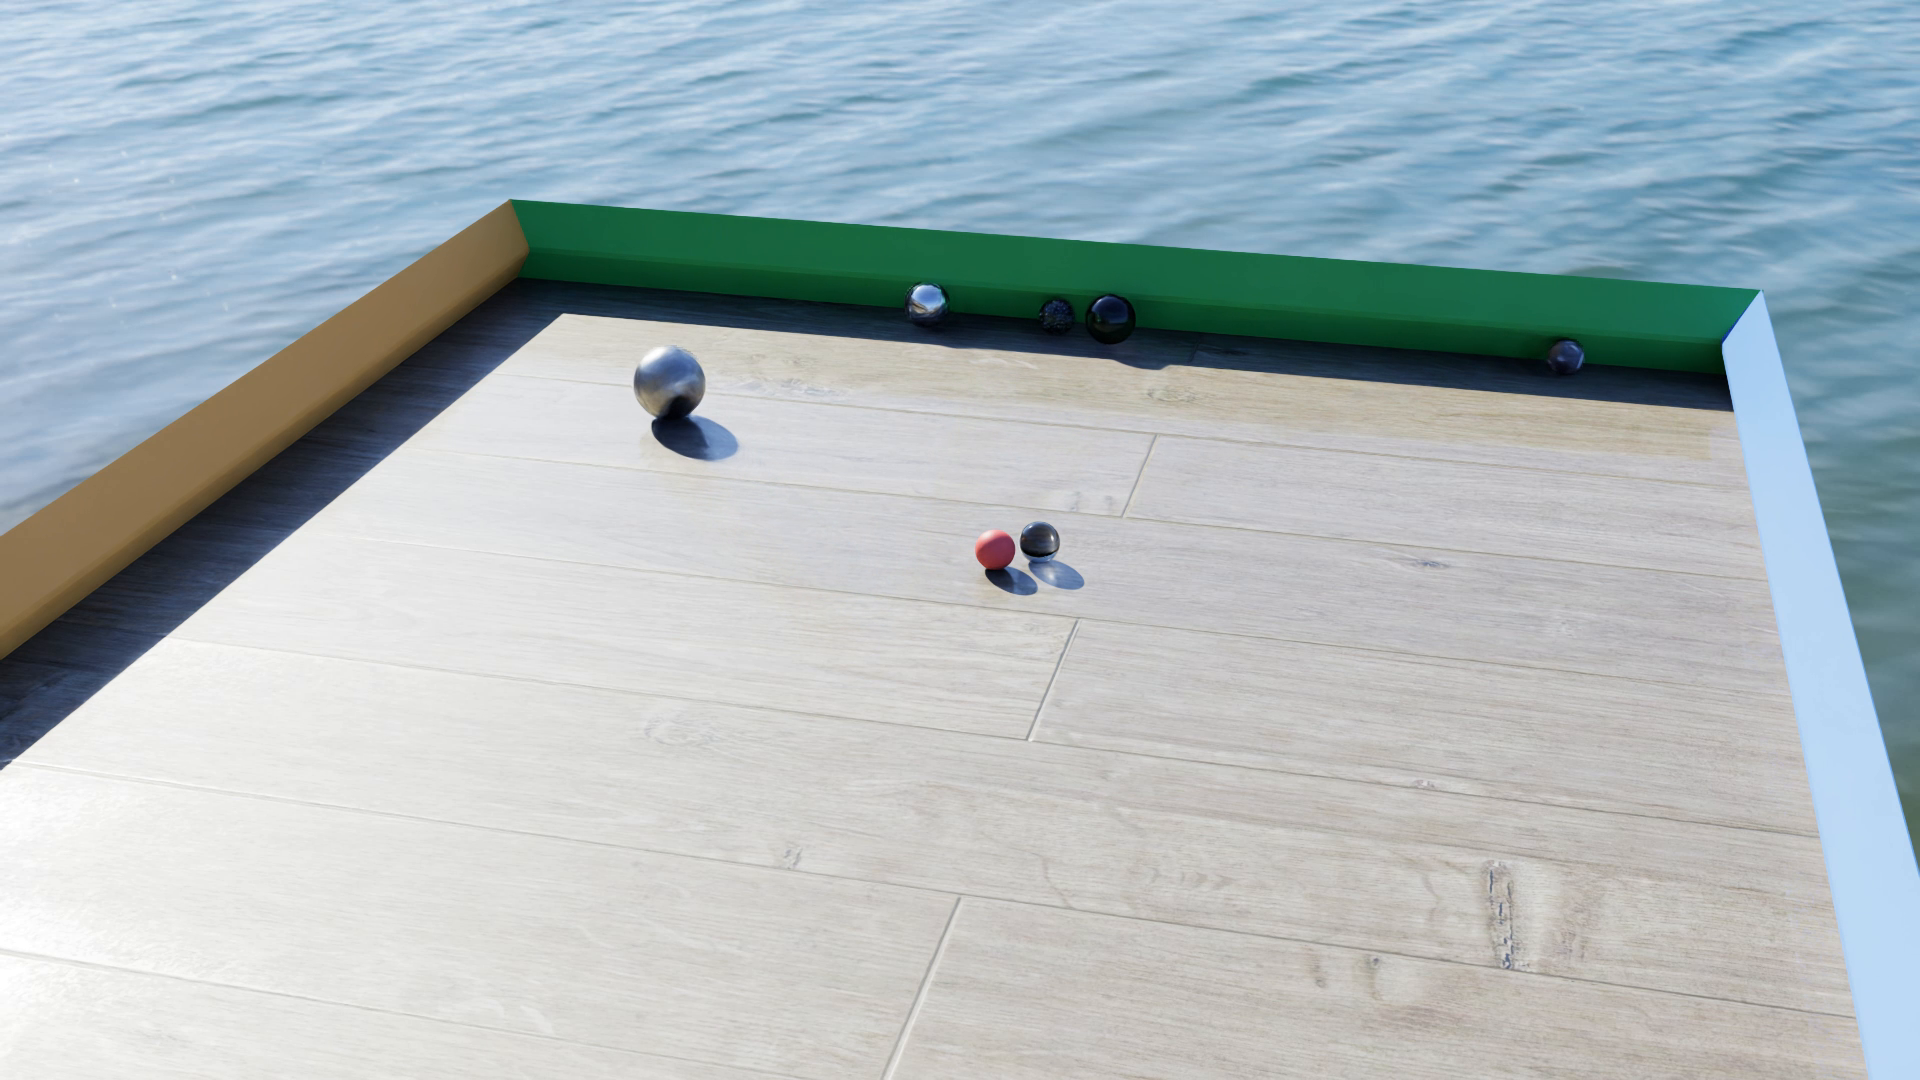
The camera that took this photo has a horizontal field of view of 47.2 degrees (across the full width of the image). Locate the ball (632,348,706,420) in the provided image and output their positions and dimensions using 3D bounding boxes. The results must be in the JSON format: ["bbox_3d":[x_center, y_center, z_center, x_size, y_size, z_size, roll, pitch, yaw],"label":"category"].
[{"bbox_3d":[-0.354,-0.190,2.677,0.088,0.088,0.088,0,25,0],"label":"ball"}]

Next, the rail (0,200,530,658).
[{"bbox_3d":[-0.991,0.211,1.787,0.045,0.115,3.125,6,26,12],"label":"rail"}]

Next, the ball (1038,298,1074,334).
[{"bbox_3d":[0.130,-0.300,2.958,0.048,0.048,0.048,0,25,0],"label":"ball"}]

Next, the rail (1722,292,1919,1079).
[{"bbox_3d":[0.621,0.378,1.431,0.045,0.115,3.125,6,26,12],"label":"rail"}]

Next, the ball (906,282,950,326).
[{"bbox_3d":[-0.043,-0.319,2.985,0.060,0.060,0.060,0,25,0],"label":"ball"}]

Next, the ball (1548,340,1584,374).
[{"bbox_3d":[0.777,-0.235,2.823,0.044,0.044,0.044,0,25,0],"label":"ball"}]

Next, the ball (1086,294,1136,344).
[{"bbox_3d":[0.200,-0.293,2.921,0.067,0.067,0.067,0,25,0],"label":"ball"}]

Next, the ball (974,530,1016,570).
[{"bbox_3d":[0.037,0.010,2.303,0.043,0.043,0.043,0,25,0],"label":"ball"}]

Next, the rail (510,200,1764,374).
[{"bbox_3d":[0.179,-0.340,2.963,1.707,0.115,0.045,6,26,12],"label":"rail"}]

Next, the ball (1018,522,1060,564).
[{"bbox_3d":[0.083,0.003,2.317,0.045,0.045,0.045,0,25,0],"label":"ball"}]
